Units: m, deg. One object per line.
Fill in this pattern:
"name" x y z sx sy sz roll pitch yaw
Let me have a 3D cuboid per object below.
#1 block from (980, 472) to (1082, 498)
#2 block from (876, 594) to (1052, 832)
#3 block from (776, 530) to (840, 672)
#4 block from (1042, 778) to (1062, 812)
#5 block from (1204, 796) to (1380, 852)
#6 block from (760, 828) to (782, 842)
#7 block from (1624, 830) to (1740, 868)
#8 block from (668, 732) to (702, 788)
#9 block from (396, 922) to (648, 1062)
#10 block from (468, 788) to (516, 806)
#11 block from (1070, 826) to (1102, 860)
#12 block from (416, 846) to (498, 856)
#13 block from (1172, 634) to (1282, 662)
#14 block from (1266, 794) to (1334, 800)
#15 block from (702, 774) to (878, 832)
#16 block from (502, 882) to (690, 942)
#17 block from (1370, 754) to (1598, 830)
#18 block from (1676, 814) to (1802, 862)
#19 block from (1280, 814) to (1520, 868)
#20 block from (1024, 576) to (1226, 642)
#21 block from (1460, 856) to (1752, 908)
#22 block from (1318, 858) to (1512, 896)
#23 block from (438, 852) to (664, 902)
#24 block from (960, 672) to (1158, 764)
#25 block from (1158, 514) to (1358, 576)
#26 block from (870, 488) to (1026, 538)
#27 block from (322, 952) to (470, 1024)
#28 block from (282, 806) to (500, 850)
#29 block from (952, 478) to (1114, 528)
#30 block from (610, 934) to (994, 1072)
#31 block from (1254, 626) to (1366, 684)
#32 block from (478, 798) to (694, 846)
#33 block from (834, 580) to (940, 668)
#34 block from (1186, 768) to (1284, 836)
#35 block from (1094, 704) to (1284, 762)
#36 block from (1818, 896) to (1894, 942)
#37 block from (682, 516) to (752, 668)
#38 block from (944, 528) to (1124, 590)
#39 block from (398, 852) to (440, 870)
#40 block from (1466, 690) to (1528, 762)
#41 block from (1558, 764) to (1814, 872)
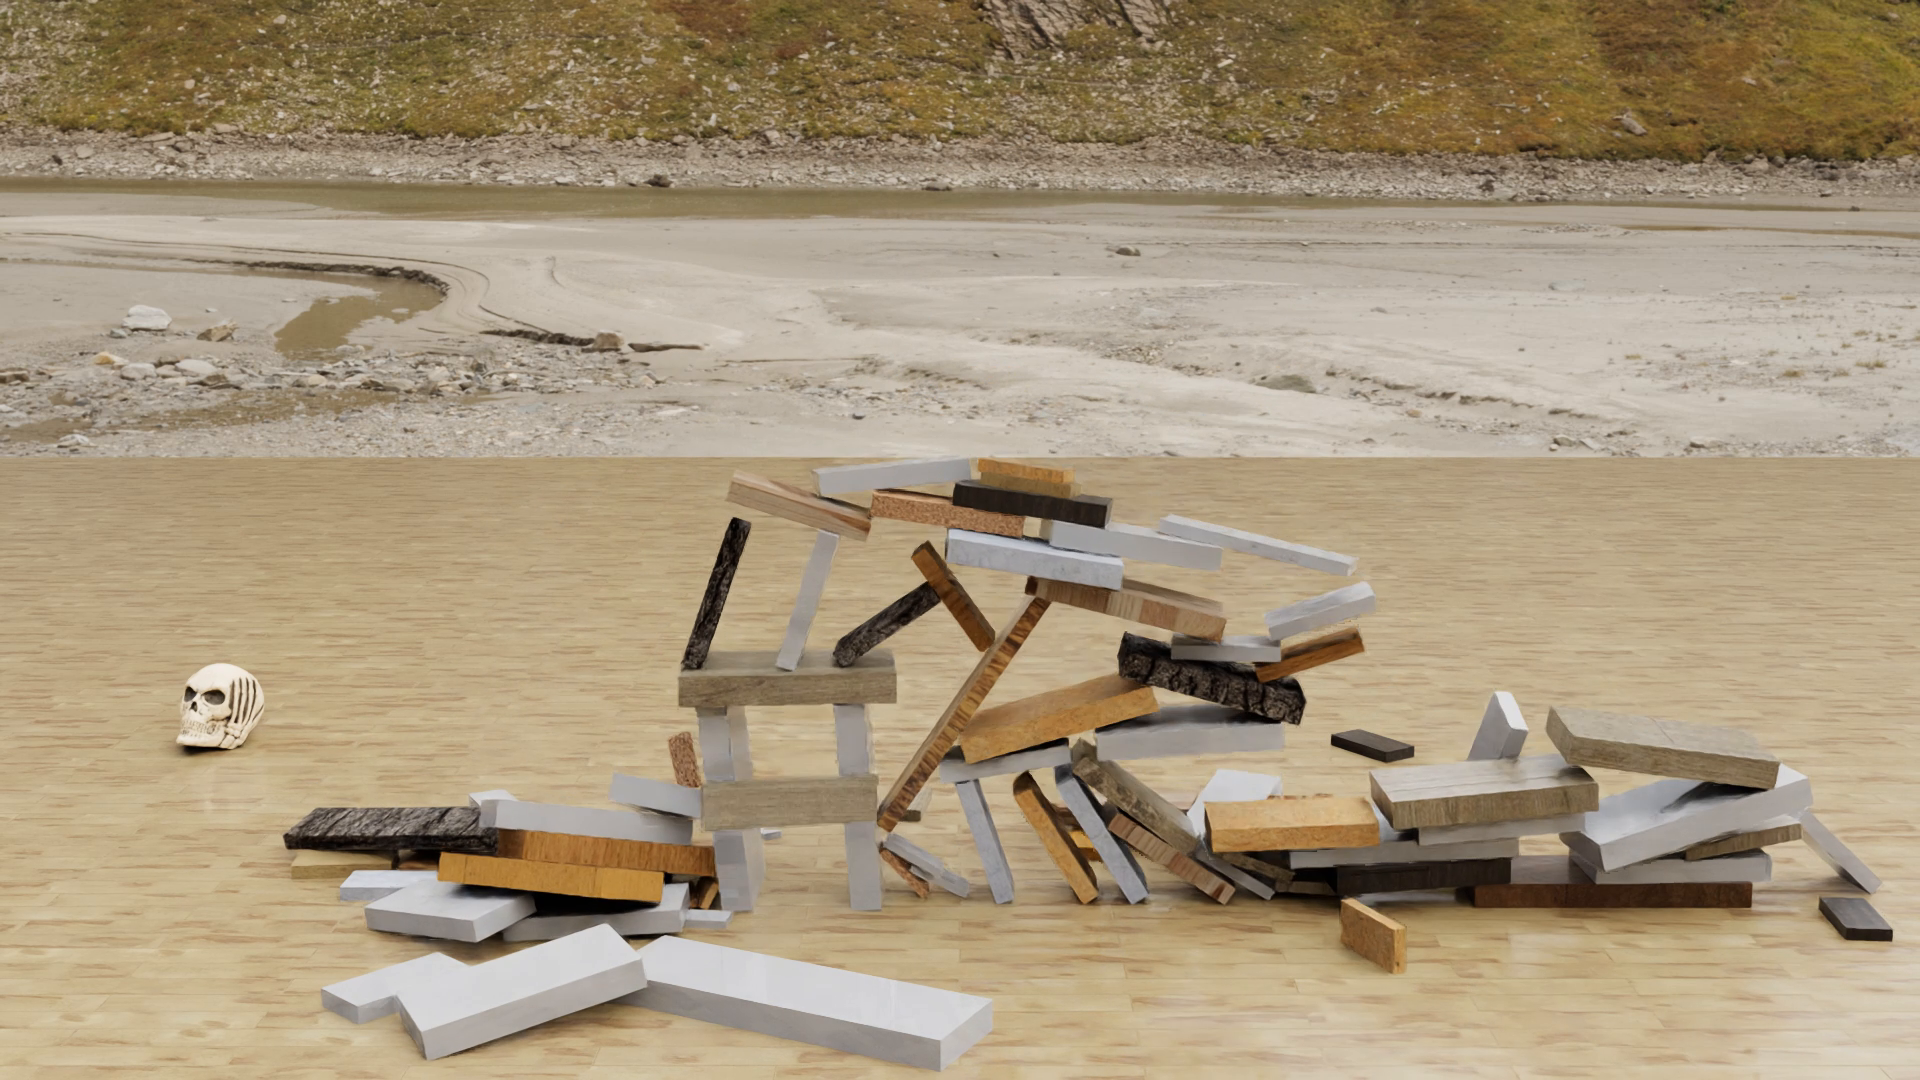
"block" 0.115 -0.091 3.570 0.150 0.021 0.075 9 8 16
"block" 0.005 0.275 3.623 0.027 0.469 0.096 34 9 -6
"block" -0.242 0.088 3.555 0.033 0.231 0.116 18 11 -1
"block" 0.196 0.486 4.168 0.080 0.023 0.159 1 11 5
"block" 0.541 0.465 3.603 0.269 0.038 0.135 -2 12 1
"block" -0.368 0.525 3.984 0.047 0.013 0.095 -7 13 -33
"block" 1.158 0.480 3.602 0.198 0.028 0.099 -15 12 -4
"block" -0.473 0.382 3.779 0.047 0.095 0.013 -24 -15 40
"block" -0.625 0.641 3.135 0.319 0.045 0.160 -15 16 -24
"block" -0.864 0.498 4.109 0.072 0.020 0.144 -5 12 -27
"block" 0.248 0.523 3.967 0.080 0.023 0.269 3 11 13
"block" -0.850 0.520 3.841 0.255 0.036 0.127 0 2 28
"block" 0.434 0.176 3.585 0.176 0.025 0.088 1 9 6
"block" 0.582 0.488 3.789 0.112 0.032 0.223 -1 -24 6
"block" -0.265 0.409 3.435 0.277 0.072 0.020 -1 7 -17
"block" -0.578 0.593 3.510 0.279 0.036 0.127 -3 11 0
"block" 0.851 0.409 3.587 0.331 0.047 0.166 -5 12 -1
"block" 1.272 0.483 3.634 0.198 0.028 0.099 -10 12 -5
"block" 0.719 0.492 3.634 0.375 0.038 0.135 -3 12 -2
"block" 0.267 0.094 3.566 0.322 0.039 0.139 14 10 2
"block" 1.070 0.569 3.670 0.453 0.041 0.145 0 11 0
"block" 0.746 0.532 3.640 0.290 0.041 0.145 -3 13 -5
"block" -0.647 0.533 3.479 0.320 0.045 0.160 1 -10 28
"block" 0.159 0.286 3.619 0.322 0.042 0.149 -16 10 3
"block" 0.480 0.008 3.553 0.316 0.021 0.075 14 11 19
"block" -0.019 -0.046 3.582 0.247 0.035 0.123 8 7 0
"block" -0.823 0.657 3.231 0.099 0.028 0.198 10 14 43
"block" -0.965 0.498 3.802 0.430 0.028 0.099 -3 21 23
"block" 0.119 -0.062 3.567 0.247 0.035 0.123 8 7 7
"block" -0.238 0.661 3.163 0.558 0.045 0.160 5 12 27
"block" 0.567 0.187 3.583 0.176 0.025 0.088 -18 7 8
"block" -0.616 0.465 3.619 0.320 0.045 0.160 9 -9 -20
"block" -0.117 0.133 3.583 0.192 0.027 0.096 -34 8 7
"block" 0.461 0.492 3.847 0.121 0.034 0.242 5 34 33
"block" 0.371 0.312 3.614 0.299 0.042 0.149 -4 11 1
"block" 1.434 0.607 3.522 0.072 0.020 0.143 1 11 5
"block" -0.395 0.085 3.571 0.033 0.231 0.116 19 10 -4
"block" 0.116 0.026 3.510 0.277 0.039 0.139 9 10 -3
"block" -0.863 0.561 3.758 0.167 0.024 0.084 2 10 9
"block" 0.901 0.381 3.740 0.032 0.223 0.112 9 29 -8
"block" 1.177 0.439 3.583 0.365 0.047 0.166 -16 12 -7
